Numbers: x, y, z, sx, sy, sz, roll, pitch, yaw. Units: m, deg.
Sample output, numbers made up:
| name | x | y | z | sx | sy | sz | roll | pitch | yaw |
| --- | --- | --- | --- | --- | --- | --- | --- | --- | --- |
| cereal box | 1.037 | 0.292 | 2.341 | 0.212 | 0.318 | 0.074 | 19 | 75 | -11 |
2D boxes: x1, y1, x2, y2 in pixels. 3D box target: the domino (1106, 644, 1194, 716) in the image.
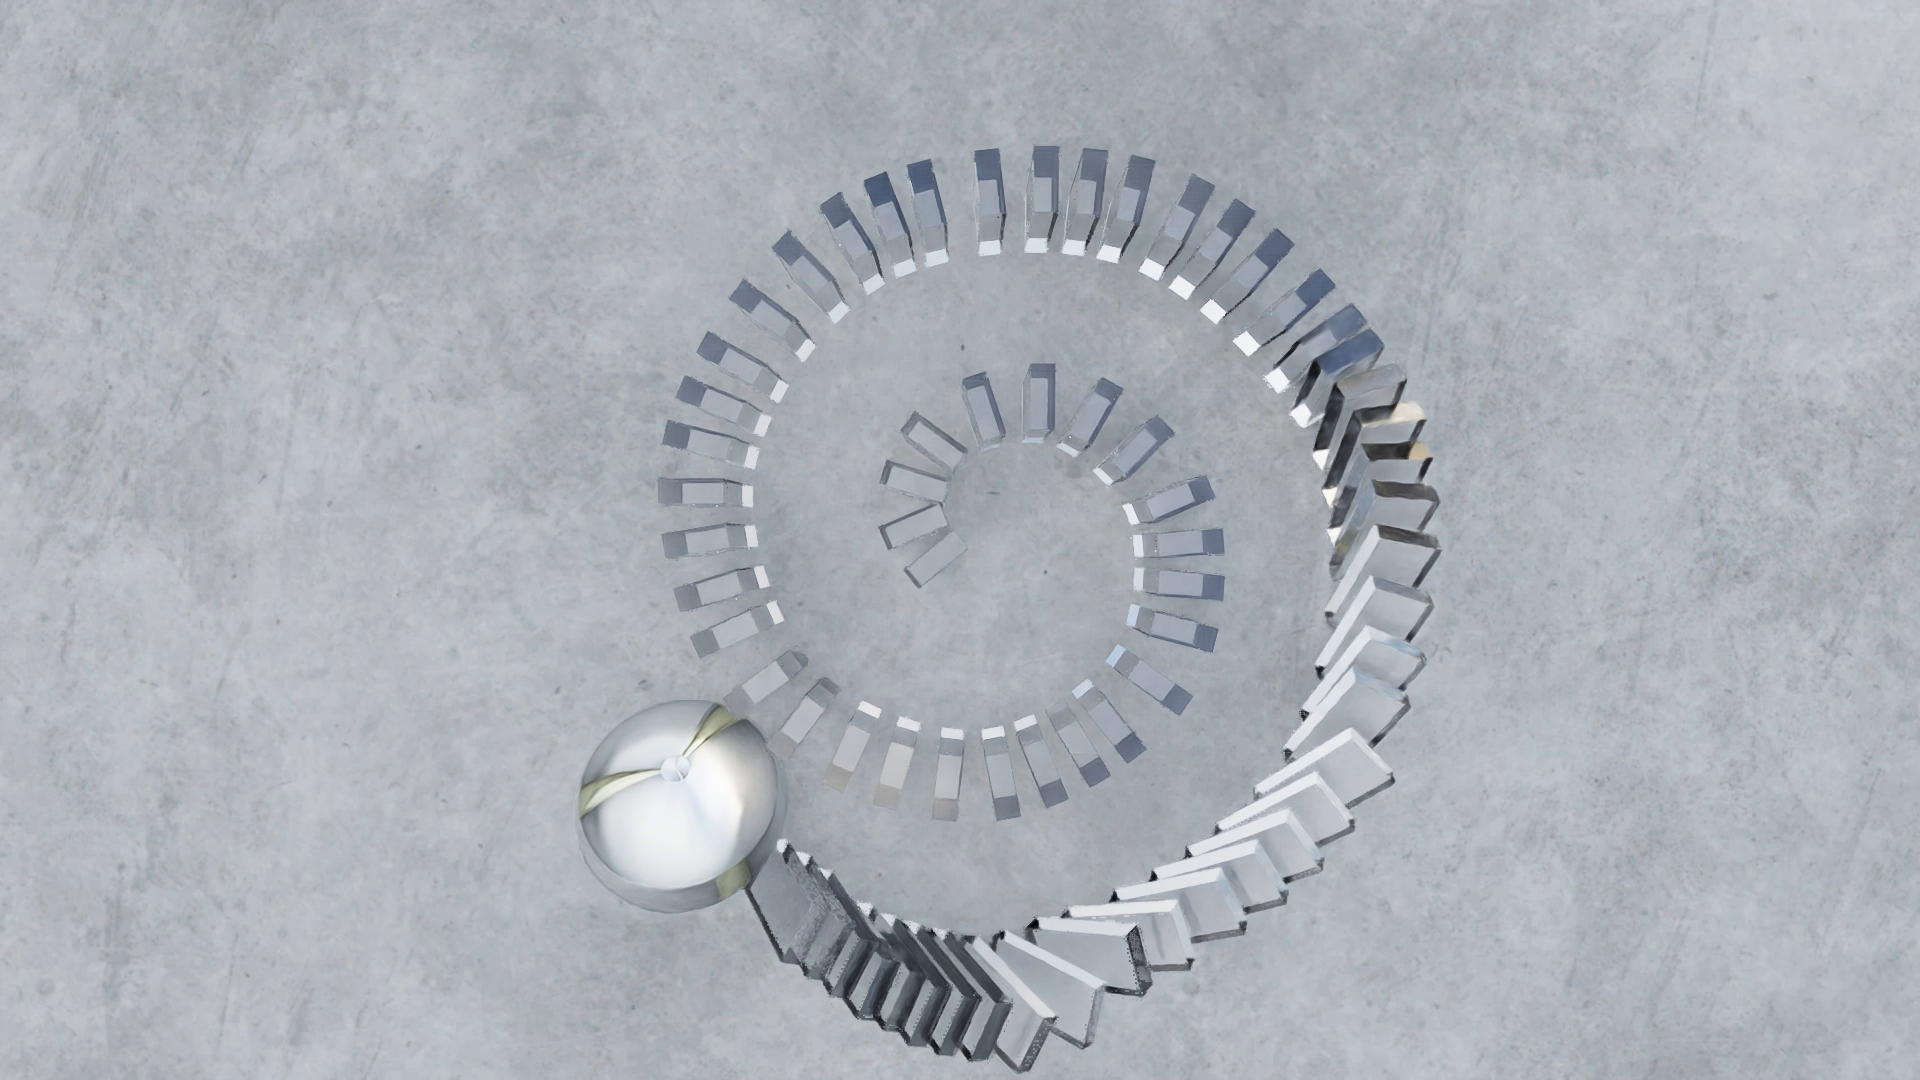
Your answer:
| name | x | y | z | sx | sy | sz | roll | pitch | yaw |
| --- | --- | --- | --- | --- | --- | --- | --- | --- | --- |
| domino | 0.076 | 0.056 | 0.375 | 0.025 | 0.050 | 0.009 | 35 | 90 | 0 |

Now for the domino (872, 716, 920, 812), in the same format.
| name | x | y | z | sx | sy | sz | roll | pitch | yaw |
| --- | --- | --- | --- | --- | --- | --- | --- | --- | --- |
| domino | -0.025 | 0.090 | 0.375 | 0.009 | 0.050 | 0.025 | 17 | 90 | 0 |

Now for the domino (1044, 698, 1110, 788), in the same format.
| name | x | y | z | sx | sy | sz | roll | pitch | yaw |
| --- | --- | --- | --- | --- | --- | --- | --- | --- | --- |
| domino | 0.047 | 0.082 | 0.375 | 0.009 | 0.050 | 0.025 | -31 | 90 | 0 |

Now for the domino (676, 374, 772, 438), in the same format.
| name | x | y | z | sx | sy | sz | roll | pitch | yaw |
| --- | --- | --- | --- | --- | --- | --- | --- | --- | --- |
| domino | -0.095 | -0.054 | 0.375 | 0.025 | 0.050 | 0.009 | 22 | 90 | 0 |

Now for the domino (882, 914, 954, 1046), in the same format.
| name | x | y | z | sx | sy | sz | roll | pitch | yaw |
| --- | --- | --- | --- | --- | --- | --- | --- | --- | --- |
| domino | -0.024 | 0.180 | 0.377 | 0.009 | 0.050 | 0.025 | 25 | 90 | -34 |

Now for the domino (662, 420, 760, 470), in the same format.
| name | x | y | z | sx | sy | sz | roll | pitch | yaw |
| --- | --- | --- | --- | --- | --- | --- | --- | --- | --- |
| domino | -0.101 | -0.038 | 0.375 | 0.025 | 0.050 | 0.009 | 14 | 90 | 0 |

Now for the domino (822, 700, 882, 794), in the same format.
| name | x | y | z | sx | sy | sz | roll | pitch | yaw |
| --- | --- | --- | --- | --- | --- | --- | --- | --- | --- |
| domino | -0.044 | 0.083 | 0.375 | 0.009 | 0.050 | 0.025 | 25 | 90 | 0 |

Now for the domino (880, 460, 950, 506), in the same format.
| name | x | y | z | sx | sy | sz | roll | pitch | yaw |
| --- | --- | --- | --- | --- | --- | --- | --- | --- | --- |
| domino | -0.018 | -0.023 | 0.375 | 0.025 | 0.050 | 0.009 | 17 | 90 | 0 |

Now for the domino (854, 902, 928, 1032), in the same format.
| name | x | y | z | sx | sy | sz | roll | pitch | yaw |
| --- | --- | --- | --- | --- | --- | --- | --- | --- | --- |
| domino | -0.034 | 0.174 | 0.376 | 0.009 | 0.050 | 0.025 | 25 | 89 | -34 |

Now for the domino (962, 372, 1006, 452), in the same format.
| name | x | y | z | sx | sy | sz | roll | pitch | yaw |
| --- | --- | --- | --- | --- | --- | --- | --- | --- | --- |
| domino | 0.009 | -0.051 | 0.375 | 0.010 | 0.050 | 0.025 | -18 | 90 | 0 |

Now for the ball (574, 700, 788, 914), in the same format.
| name | x | y | z | sx | sy | sz | roll | pitch | yaw |
| --- | --- | --- | --- | --- | --- | --- | --- | --- | --- |
| ball | -0.108 | 0.104 | 0.360 | 0.080 | 0.080 | 0.080 | 0 | 90 | 0 |

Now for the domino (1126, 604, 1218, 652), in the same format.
| name | x | y | z | sx | sy | sz | roll | pitch | yaw |
| --- | --- | --- | --- | --- | --- | --- | --- | --- | --- |
| domino | 0.086 | 0.035 | 0.375 | 0.025 | 0.050 | 0.010 | 14 | 90 | 0 |

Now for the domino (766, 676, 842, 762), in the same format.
| name | x | y | z | sx | sy | sz | roll | pitch | yaw |
| --- | --- | --- | --- | --- | --- | --- | --- | --- | --- |
| domino | -0.063 | 0.072 | 0.375 | 0.009 | 0.050 | 0.025 | 37 | 90 | 0 |

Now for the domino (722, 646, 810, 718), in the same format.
| name | x | y | z | sx | sy | sz | roll | pitch | yaw |
| --- | --- | --- | --- | --- | --- | --- | --- | --- | --- |
| domino | -0.078 | 0.057 | 0.375 | 0.025 | 0.050 | 0.010 | -36 | 90 | 0 |

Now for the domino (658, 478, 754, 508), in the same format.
| name | x | y | z | sx | sy | sz | roll | pitch | yaw |
| --- | --- | --- | --- | --- | --- | --- | --- | --- | --- |
| domino | -0.103 | -0.019 | 0.375 | 0.025 | 0.050 | 0.010 | 0 | 90 | 0 |

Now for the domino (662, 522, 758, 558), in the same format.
| name | x | y | z | sx | sy | sz | roll | pitch | yaw |
| --- | --- | --- | --- | --- | --- | --- | --- | --- | --- |
| domino | -0.101 | 0.000 | 0.375 | 0.025 | 0.050 | 0.009 | -10 | 90 | 0 |

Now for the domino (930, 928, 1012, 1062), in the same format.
| name | x | y | z | sx | sy | sz | roll | pitch | yaw |
| --- | --- | --- | --- | --- | --- | --- | --- | --- | --- |
| domino | -0.001 | 0.186 | 0.377 | 0.010 | 0.050 | 0.025 | 24 | 90 | -35 |

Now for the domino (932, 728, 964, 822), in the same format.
| name | x | y | z | sx | sy | sz | roll | pitch | yaw |
| --- | --- | --- | --- | --- | --- | --- | --- | --- | --- |
| domino | -0.005 | 0.095 | 0.375 | 0.009 | 0.050 | 0.025 | 7 | 90 | 0 |

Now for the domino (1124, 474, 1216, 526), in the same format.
| name | x | y | z | sx | sy | sz | roll | pitch | yaw |
| --- | --- | --- | --- | --- | --- | --- | --- | --- | --- |
| domino | 0.084 | -0.016 | 0.375 | 0.025 | 0.050 | 0.009 | -23 | 90 | 0 |

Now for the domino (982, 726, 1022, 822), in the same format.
| name | x | y | z | sx | sy | sz | roll | pitch | yaw |
| --- | --- | --- | --- | --- | --- | --- | --- | --- | --- |
| domino | 0.016 | 0.094 | 0.375 | 0.010 | 0.050 | 0.025 | -11 | 90 | 0 |

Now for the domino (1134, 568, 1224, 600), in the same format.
| name | x | y | z | sx | sy | sz | roll | pitch | yaw |
| --- | --- | --- | --- | --- | --- | --- | --- | --- | --- |
| domino | 0.088 | 0.018 | 0.375 | 0.025 | 0.050 | 0.010 | 4 | 90 | 0 |

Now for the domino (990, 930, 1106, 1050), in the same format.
| name | x | y | z | sx | sy | sz | roll | pitch | yaw |
| --- | --- | --- | --- | --- | --- | --- | --- | --- | --- |
| domino | 0.034 | 0.186 | 0.381 | 0.050 | 0.010 | 0.025 | 12 | 90 | 36 |

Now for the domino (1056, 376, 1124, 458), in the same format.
| name | x | y | z | sx | sy | sz | roll | pitch | yaw |
| --- | --- | --- | --- | --- | --- | --- | --- | --- | --- |
| domino | 0.052 | -0.049 | 0.375 | 0.010 | 0.050 | 0.025 | 30 | 90 | 0 |

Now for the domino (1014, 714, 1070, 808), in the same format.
| name | x | y | z | sx | sy | sz | roll | pitch | yaw |
| --- | --- | --- | --- | --- | --- | --- | --- | --- | --- |
| domino | 0.033 | 0.089 | 0.375 | 0.010 | 0.050 | 0.025 | -23 | 90 | 0 |

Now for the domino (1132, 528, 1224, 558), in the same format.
| name | x | y | z | sx | sy | sz | roll | pitch | yaw |
| --- | --- | --- | --- | --- | --- | --- | --- | --- | --- |
| domino | 0.088 | 0.001 | 0.375 | 0.025 | 0.050 | 0.009 | -5 | 90 | 0 |

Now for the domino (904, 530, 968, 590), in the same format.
| name | x | y | z | sx | sy | sz | roll | pitch | yaw |
| --- | --- | --- | --- | --- | --- | --- | --- | --- | --- |
| domino | -0.009 | 0.007 | 0.375 | 0.025 | 0.050 | 0.009 | -39 | 90 | 0 |

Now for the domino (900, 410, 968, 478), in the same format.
| name | x | y | z | sx | sy | sz | roll | pitch | yaw |
| --- | --- | --- | --- | --- | --- | --- | --- | --- | --- |
| domino | -0.010 | -0.038 | 0.375 | 0.025 | 0.050 | 0.010 | 36 | 90 | 0 |

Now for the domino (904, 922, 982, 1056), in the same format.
| name | x | y | z | sx | sy | sz | roll | pitch | yaw |
| --- | --- | --- | --- | --- | --- | --- | --- | --- | --- |
| domino | -0.013 | 0.183 | 0.377 | 0.009 | 0.050 | 0.025 | 25 | 90 | -34 |

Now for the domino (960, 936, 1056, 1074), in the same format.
| name | x | y | z | sx | sy | sz | roll | pitch | yaw |
| --- | --- | --- | --- | --- | --- | --- | --- | --- | --- |
| domino | 0.014 | 0.190 | 0.378 | 0.050 | 0.010 | 0.025 | 28 | 94 | 45 |

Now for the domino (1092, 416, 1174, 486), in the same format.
| name | x | y | z | sx | sy | sz | roll | pitch | yaw |
| --- | --- | --- | --- | --- | --- | --- | --- | --- | --- |
| domino | 0.070 | -0.036 | 0.375 | 0.010 | 0.050 | 0.025 | 45 | 90 | 0 |

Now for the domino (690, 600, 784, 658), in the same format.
| name | x | y | z | sx | sy | sz | roll | pitch | yaw |
| --- | --- | --- | --- | --- | --- | --- | --- | --- | --- |
| domino | -0.090 | 0.036 | 0.375 | 0.025 | 0.050 | 0.010 | -24 | 90 | 0 |

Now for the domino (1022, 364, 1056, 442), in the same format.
| name | x | y | z | sx | sy | sz | roll | pitch | yaw |
| --- | --- | --- | --- | --- | --- | --- | --- | --- | --- |
| domino | 0.032 | -0.055 | 0.375 | 0.010 | 0.050 | 0.025 | 1 | 90 | 0 |

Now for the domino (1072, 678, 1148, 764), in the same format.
| name | x | y | z | sx | sy | sz | roll | pitch | yaw |
| --- | --- | --- | --- | --- | --- | --- | --- | --- | --- |
| domino | 0.060 | 0.073 | 0.375 | 0.010 | 0.050 | 0.025 | -38 | 90 | 0 |

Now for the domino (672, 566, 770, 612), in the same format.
| name | x | y | z | sx | sy | sz | roll | pitch | yaw |
| --- | --- | --- | --- | --- | --- | --- | --- | --- | --- |
| domino | -0.096 | 0.019 | 0.375 | 0.025 | 0.050 | 0.010 | -18 | 90 | 0 |

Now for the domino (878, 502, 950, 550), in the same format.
| name | x | y | z | sx | sy | sz | roll | pitch | yaw |
| --- | --- | --- | --- | --- | --- | --- | --- | --- | --- |
| domino | -0.018 | -0.006 | 0.375 | 0.025 | 0.050 | 0.009 | -24 | 90 | 0 |
